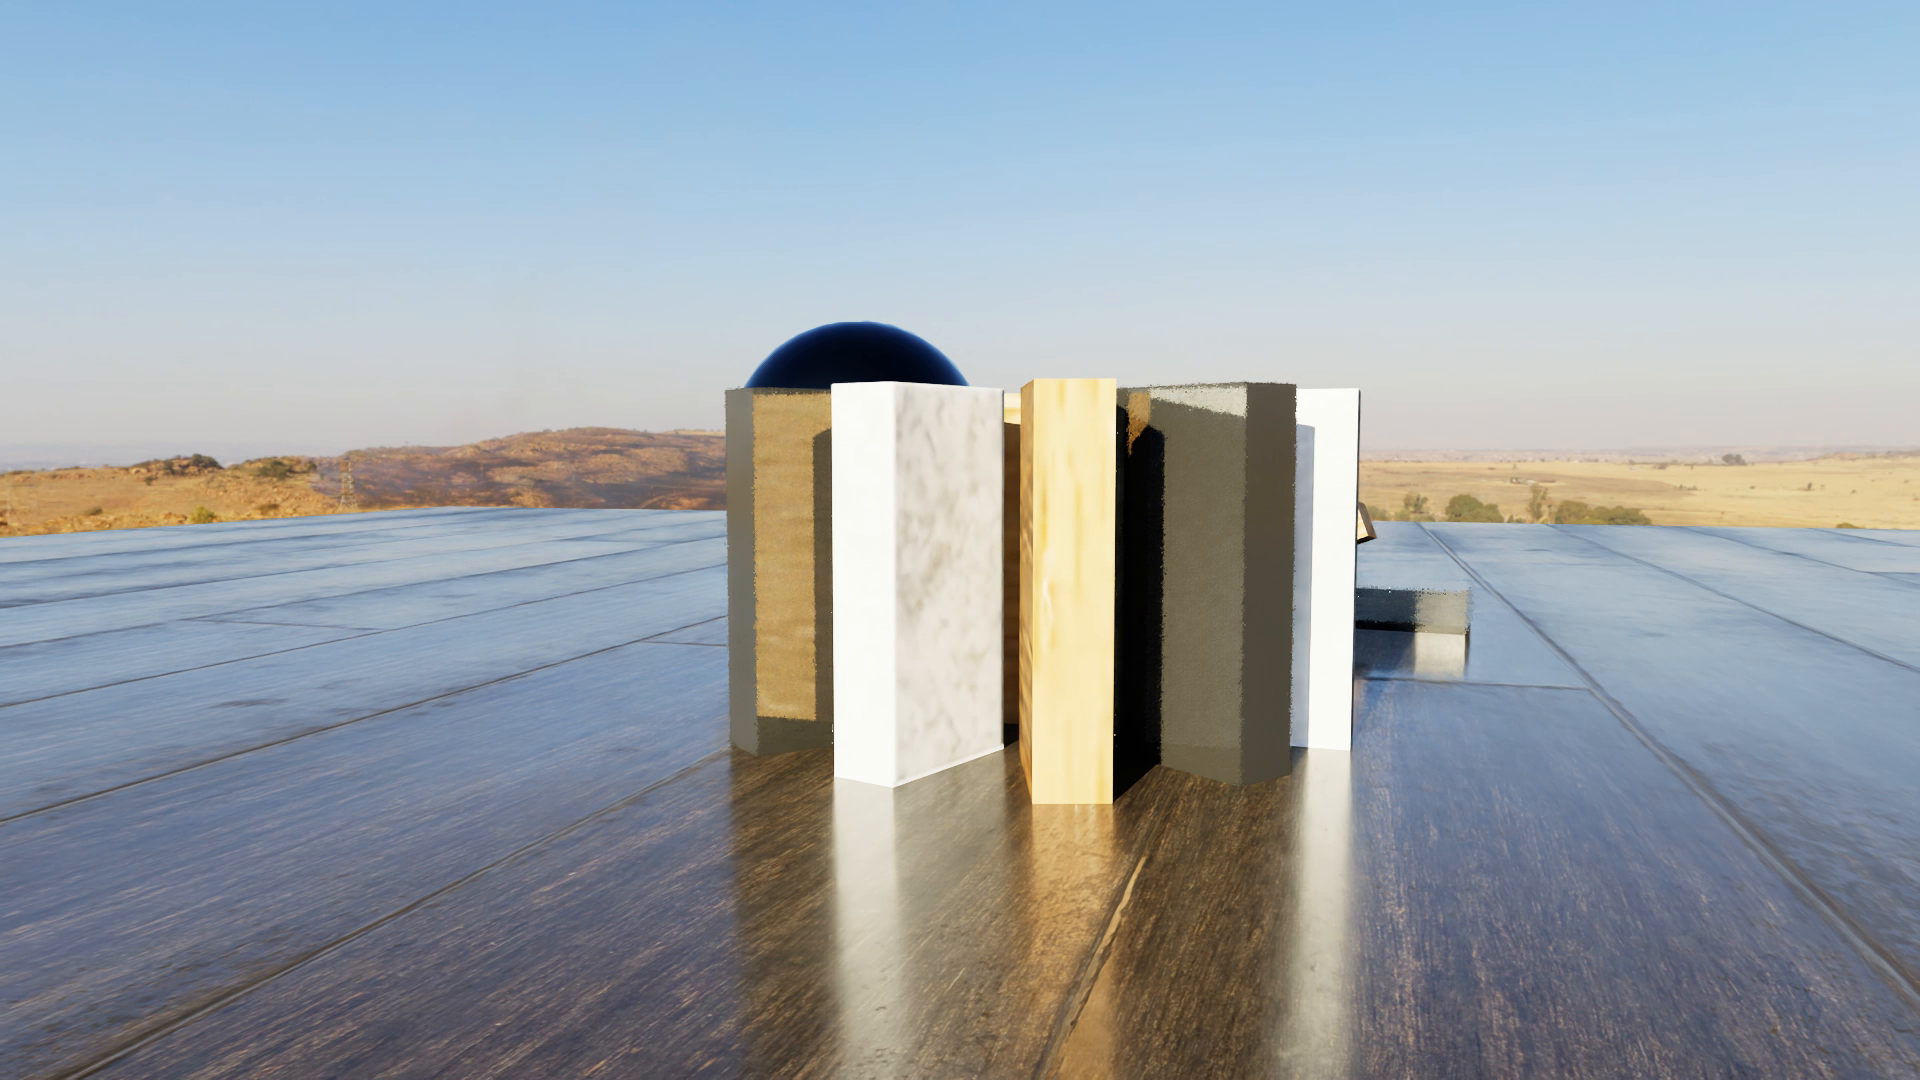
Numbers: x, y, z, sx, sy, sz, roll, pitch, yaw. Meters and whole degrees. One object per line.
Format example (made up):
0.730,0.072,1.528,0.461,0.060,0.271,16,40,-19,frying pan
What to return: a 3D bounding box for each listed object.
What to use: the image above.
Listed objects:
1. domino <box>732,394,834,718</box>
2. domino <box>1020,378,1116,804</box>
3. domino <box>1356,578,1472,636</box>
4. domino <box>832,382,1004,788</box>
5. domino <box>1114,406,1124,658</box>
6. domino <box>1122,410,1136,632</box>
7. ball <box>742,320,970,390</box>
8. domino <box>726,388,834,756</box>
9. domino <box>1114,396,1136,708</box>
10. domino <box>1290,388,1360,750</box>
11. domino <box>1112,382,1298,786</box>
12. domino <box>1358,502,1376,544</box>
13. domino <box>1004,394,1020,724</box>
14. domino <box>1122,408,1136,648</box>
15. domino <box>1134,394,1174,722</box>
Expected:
-0.023,0.002,0.204,0.025,0.050,0.009,2,5,20,domino
0.013,0.005,0.163,0.009,0.050,0.025,0,4,-1,domino
0.095,0.015,0.307,0.050,0.009,0.025,2,5,24,domino
-0.005,0.005,0.170,0.010,0.050,0.025,3,5,35,domino
0.020,-0.002,0.260,0.025,0.050,0.010,4,6,40,domino
0.044,-0.004,0.291,0.025,0.050,0.010,3,5,33,domino
-0.031,-0.027,0.394,0.080,0.080,0.080,0,4,0,ball
-0.020,0.004,0.183,0.025,0.050,0.009,-3,5,-33,domino
0.028,0.001,0.219,0.010,0.050,0.025,1,4,14,domino
0.044,0.004,0.185,0.025,0.050,0.010,2,5,19,domino
0.031,0.005,0.170,0.009,0.050,0.025,-3,5,-37,domino
0.081,0.003,0.333,0.050,0.009,0.025,-21,-9,21,domino
0.003,0.003,0.199,0.025,0.050,0.010,1,4,12,domino
0.032,-0.003,0.275,0.025,0.050,0.009,3,5,37,domino
0.041,0.002,0.204,0.025,0.050,0.010,-2,5,-24,domino
